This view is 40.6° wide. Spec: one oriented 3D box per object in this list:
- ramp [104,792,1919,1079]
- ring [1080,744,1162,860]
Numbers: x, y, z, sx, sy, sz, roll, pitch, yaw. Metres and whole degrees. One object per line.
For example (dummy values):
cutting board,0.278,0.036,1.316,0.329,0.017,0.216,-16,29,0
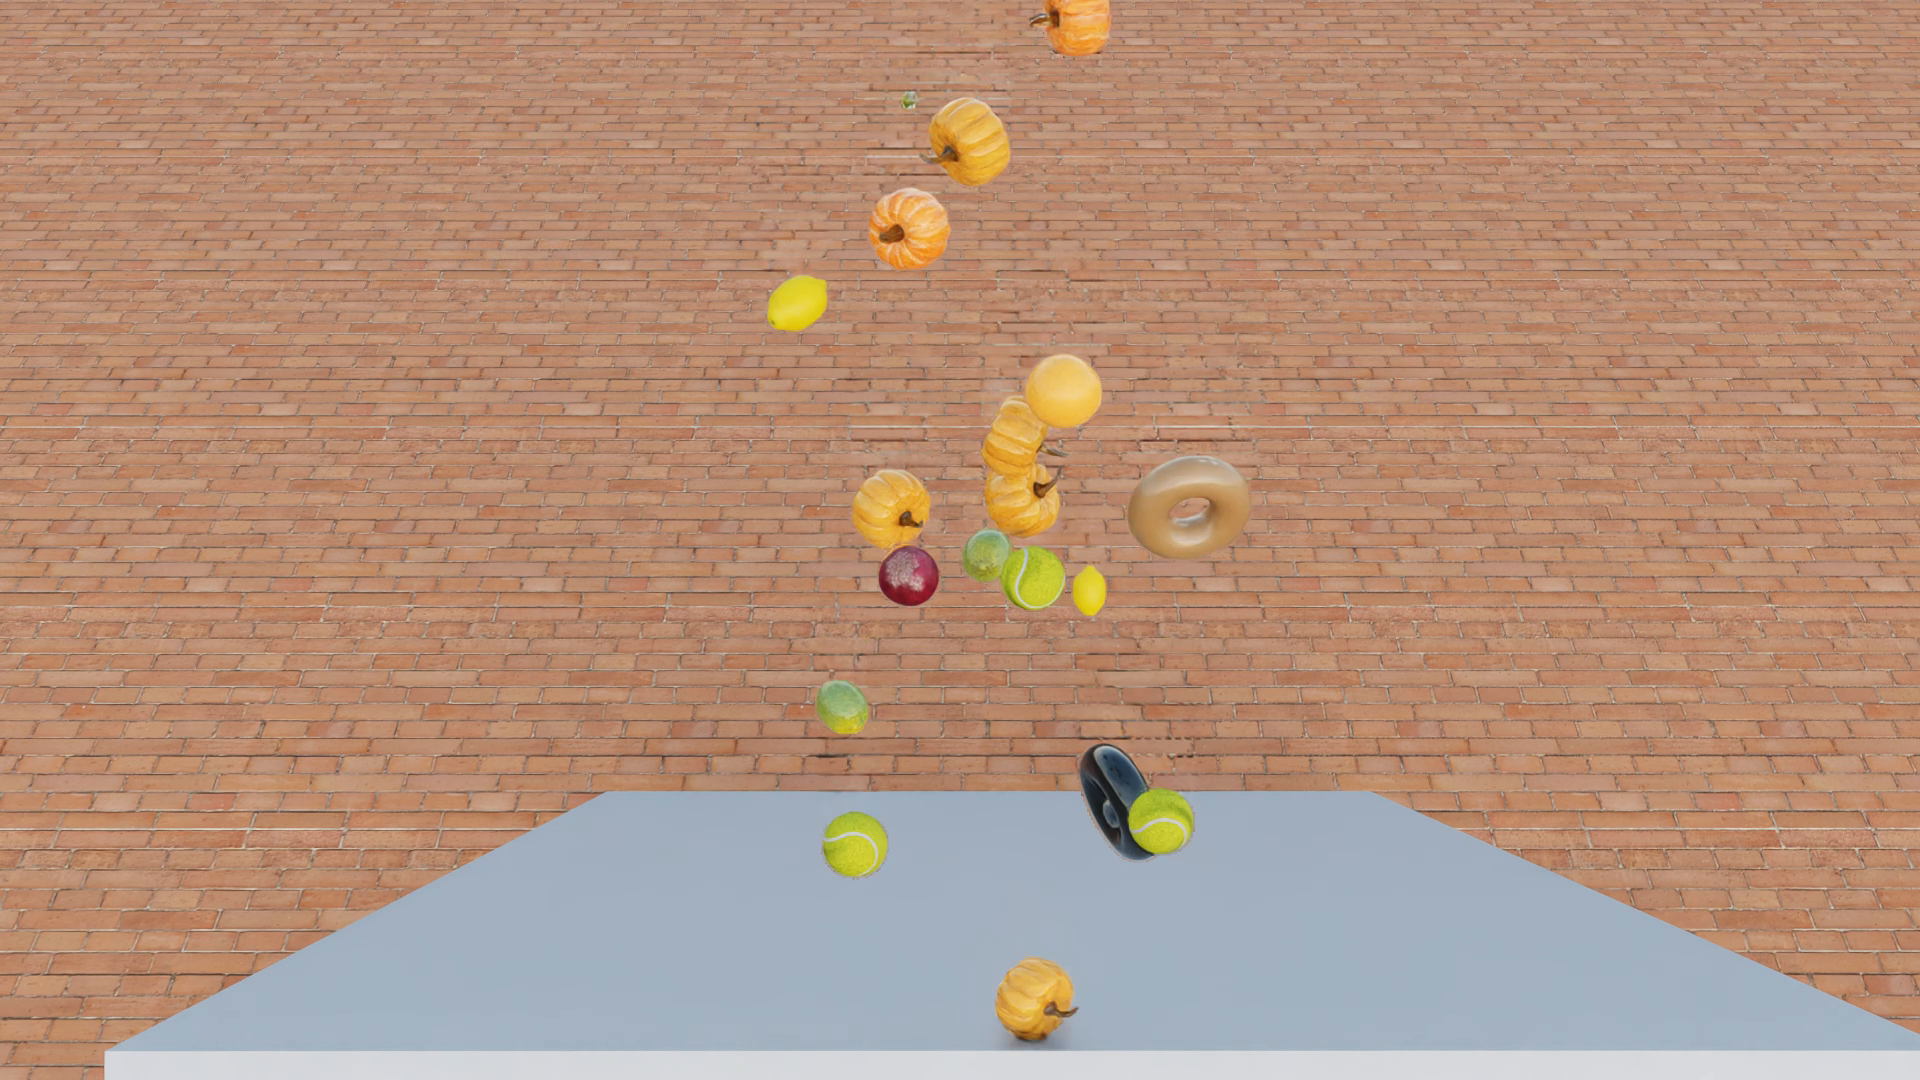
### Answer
ramp,0.076,0.655,4.802,2.000,0.100,4.000,0,-2,0
ring,0.191,0.310,3.080,0.050,0.149,0.149,-24,40,-14
